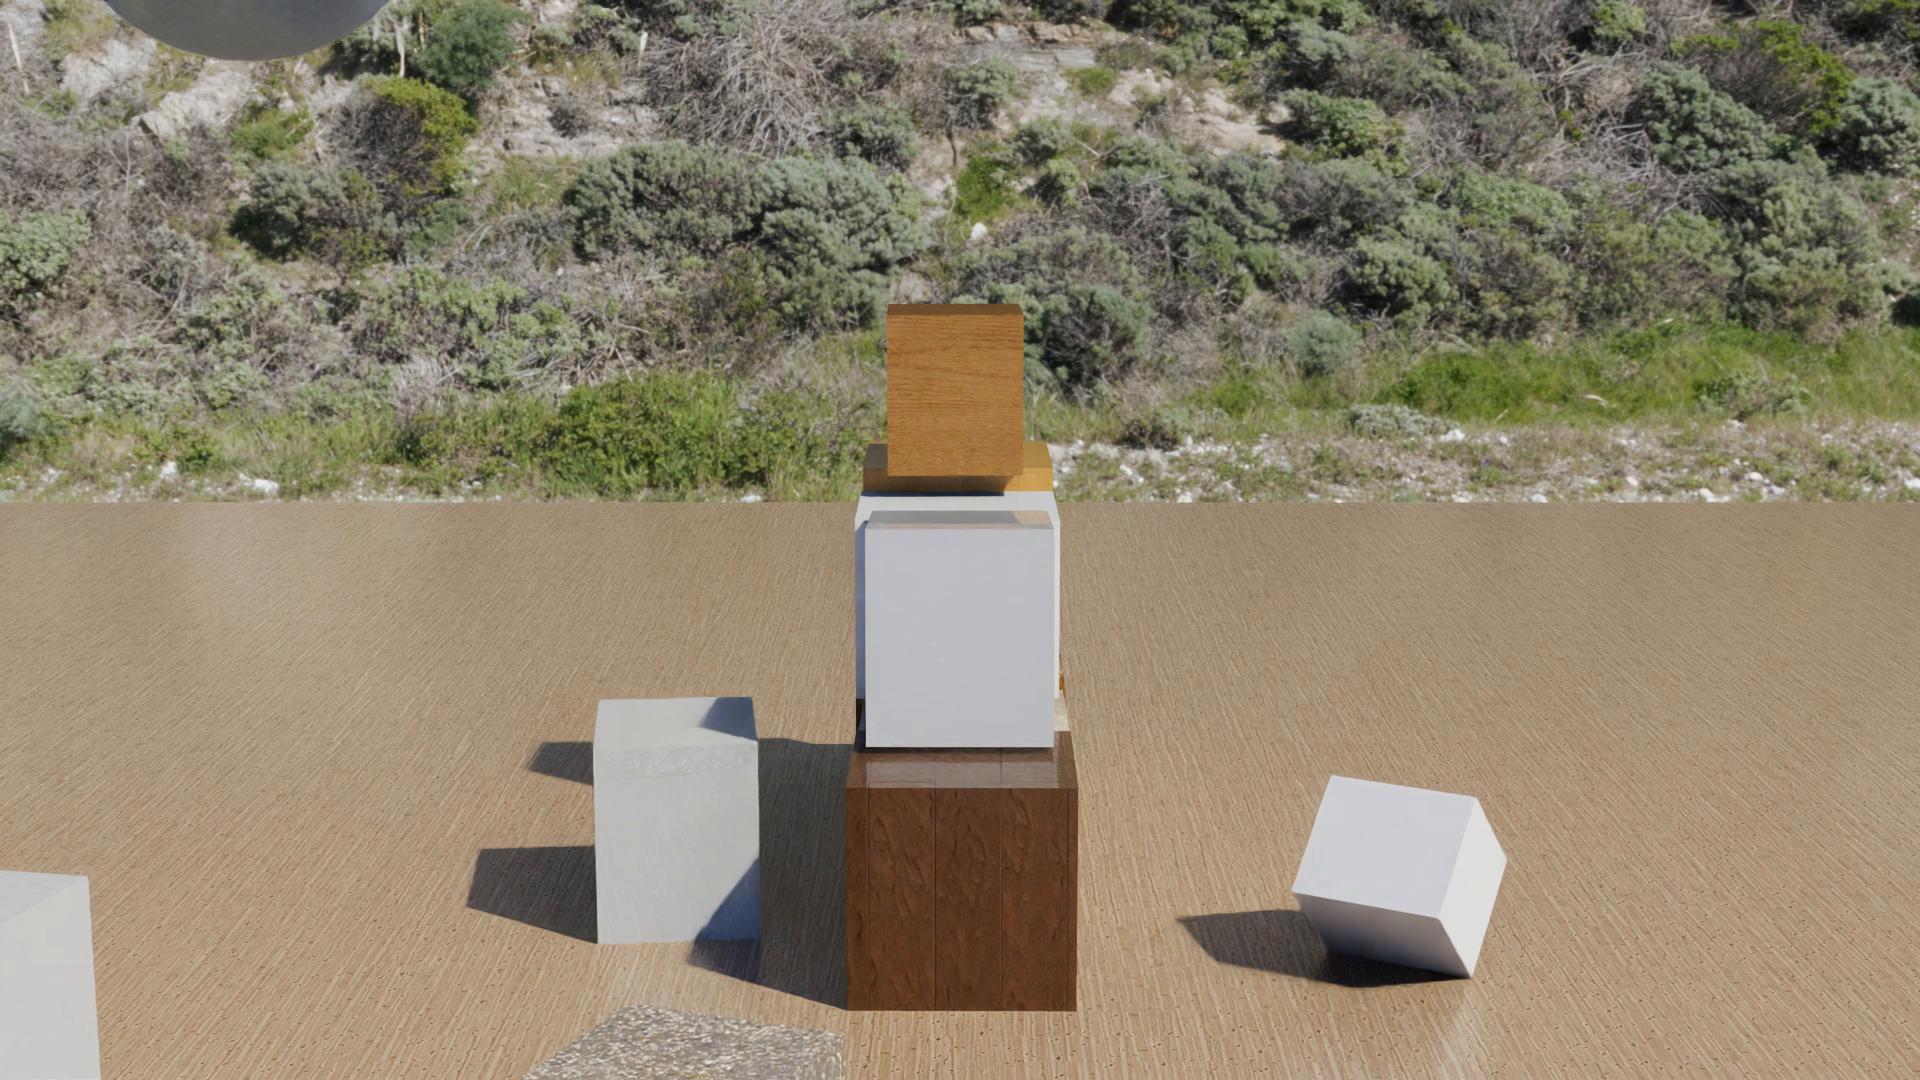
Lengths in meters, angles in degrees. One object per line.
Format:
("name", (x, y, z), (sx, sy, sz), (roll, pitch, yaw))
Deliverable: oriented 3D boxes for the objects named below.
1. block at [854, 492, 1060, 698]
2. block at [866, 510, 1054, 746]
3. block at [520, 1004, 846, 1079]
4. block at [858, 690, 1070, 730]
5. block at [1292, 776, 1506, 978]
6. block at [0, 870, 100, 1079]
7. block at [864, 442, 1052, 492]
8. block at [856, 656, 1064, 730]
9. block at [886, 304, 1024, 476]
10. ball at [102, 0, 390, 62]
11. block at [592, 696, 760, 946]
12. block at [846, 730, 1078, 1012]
("block", (-0.012, 0.228, 11.250), (0.864, 0.768, 0.783), (0, 10, 0))
("block", (-0.001, 0.343, 10.417), (0.736, 0.856, 0.837), (0, 6, 0))
("block", (-0.823, 1.850, 7.538), (0.730, 0.663, 0.760), (4, 11, 21))
("block", (0.017, 1.146, 10.939), (0.871, 0.832, 0.857), (0, 10, 0))
("block", (1.746, 1.331, 10.164), (0.607, 0.527, 0.526), (6, -31, 31))
("block", (-3.492, 1.597, 8.686), (0.761, 0.751, 0.810), (2, 11, 12))
("block", (-0.010, 0.030, 12.046), (0.855, 0.873, 0.853), (0, 10, 0))
("block", (0.002, 0.961, 11.825), (0.919, 0.879, 0.932), (0, 10, 0))
("block", (-0.025, -0.684, 11.549), (0.598, 0.709, 0.565), (0, 10, -1))
("ball", (-2.993, -2.803, 10.671), (1.600, 1.600, 1.600), (0, 10, 0))
("block", (-1.193, 1.168, 10.839), (0.662, 0.824, 0.829), (-1, 10, -6))
("block", (0.011, 1.281, 10.074), (0.870, 0.876, 0.849), (0, 10, 0))
